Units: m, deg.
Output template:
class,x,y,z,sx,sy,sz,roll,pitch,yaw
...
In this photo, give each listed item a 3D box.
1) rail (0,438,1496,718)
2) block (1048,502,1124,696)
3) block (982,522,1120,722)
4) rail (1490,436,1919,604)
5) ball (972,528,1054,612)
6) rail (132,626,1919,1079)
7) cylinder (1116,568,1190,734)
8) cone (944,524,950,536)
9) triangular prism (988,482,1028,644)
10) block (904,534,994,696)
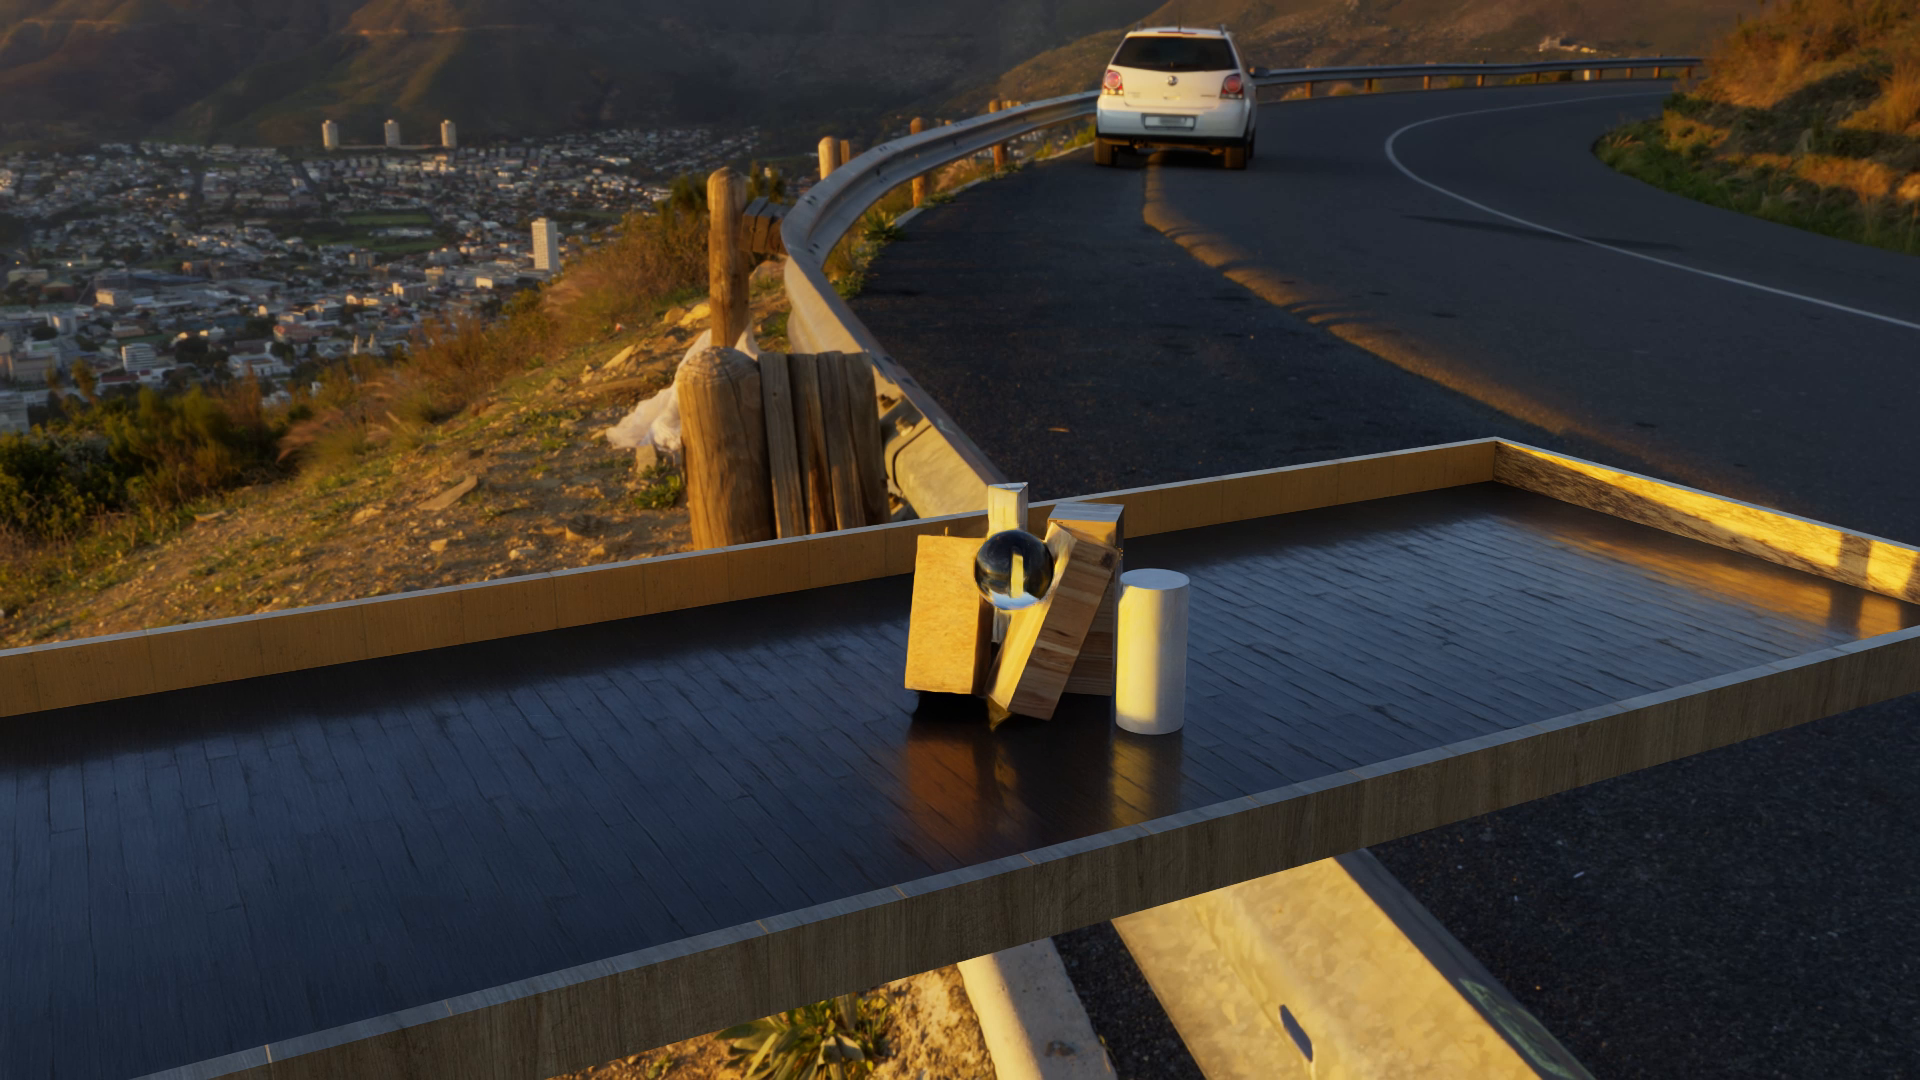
class,x,y,z,sx,sy,sz,roll,pitch,yaw
rail,-3.305,0.497,3.399,12.000,0.150,0.050,-9,18,-27
block,0.309,0.143,4.084,0.165,0.443,0.165,4,17,12
block,0.214,0.193,3.885,0.126,0.436,0.126,17,10,-30
rail,2.466,-0.048,5.253,0.050,0.150,2.100,-9,18,-27
ball,0.122,0.069,3.783,0.189,0.189,0.189,0,16,0
rail,-2.336,1.006,1.665,12.000,0.150,0.050,-9,18,-27
cylinder,0.448,0.259,3.848,0.161,0.353,0.161,0,16,0
cone,-0.035,0.147,4.143,0.160,0.382,0.160,1,8,0
triangular prism,0.145,0.064,4.375,0.108,0.430,0.093,16,23,43
block,-0.017,0.186,4.001,0.165,0.370,0.165,4,-6,14
